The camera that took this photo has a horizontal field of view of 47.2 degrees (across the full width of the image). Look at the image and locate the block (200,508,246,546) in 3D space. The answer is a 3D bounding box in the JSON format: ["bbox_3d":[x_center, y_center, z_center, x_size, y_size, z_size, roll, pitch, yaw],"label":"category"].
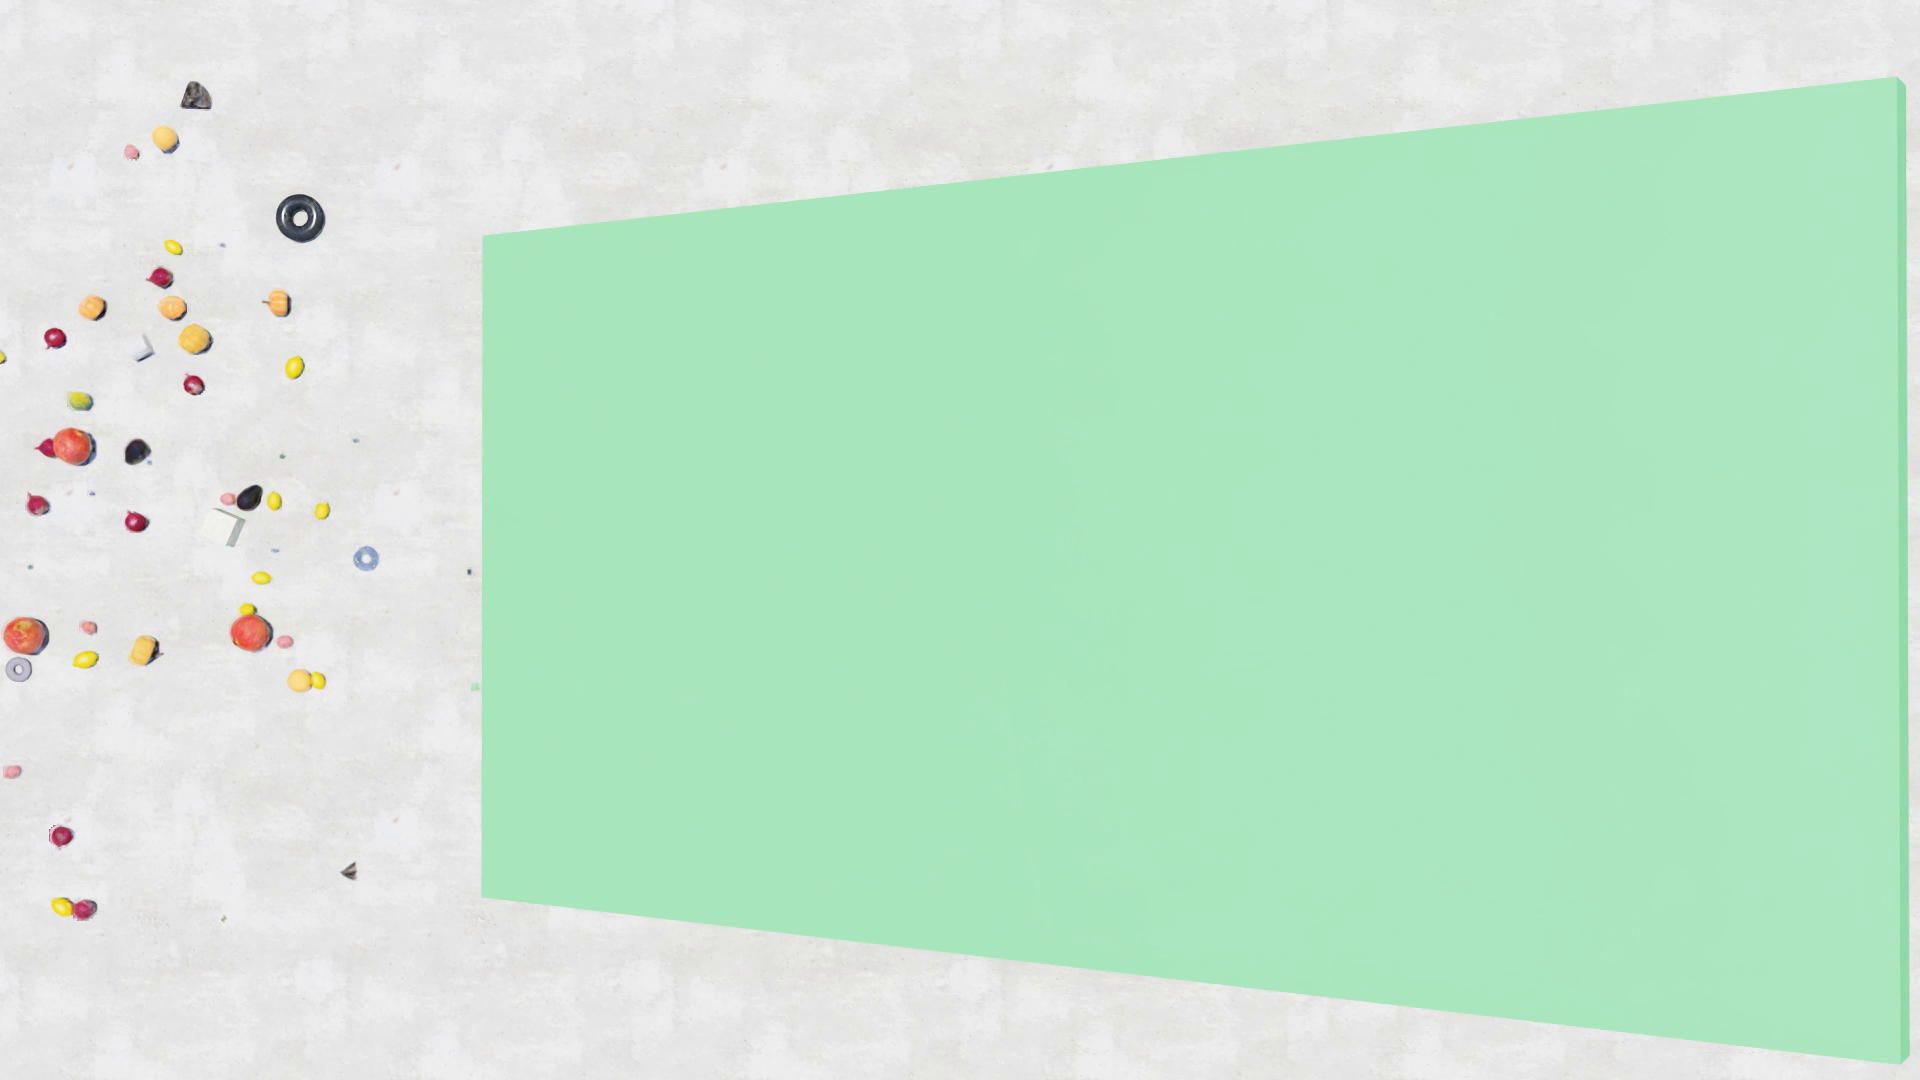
[{"bbox_3d":[-2.241,-0.040,6.685,0.088,0.088,0.088,24,90,0],"label":"block"}]

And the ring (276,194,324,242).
[{"bbox_3d":[-2.015,-0.984,6.713,0.147,0.049,0.147,0,91,0],"label":"ring"}]

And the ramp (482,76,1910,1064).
[{"bbox_3d":[0.255,0.070,5.588,4.000,0.100,2.000,0,89,33],"label":"ramp"}]

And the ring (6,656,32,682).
[{"bbox_3d":[-2.875,0.395,6.712,0.078,0.026,0.078,0,90,-1],"label":"ring"}]

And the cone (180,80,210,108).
[{"bbox_3d":[-2.356,-1.342,6.719,0.090,0.090,0.090,-22,89,27],"label":"cone"}]

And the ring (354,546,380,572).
[{"bbox_3d":[-1.813,0.057,6.715,0.080,0.027,0.080,0,90,1],"label":"ring"}]

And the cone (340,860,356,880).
[{"bbox_3d":[-1.857,1.001,6.708,0.053,0.053,0.053,21,63,0],"label":"cone"}]
